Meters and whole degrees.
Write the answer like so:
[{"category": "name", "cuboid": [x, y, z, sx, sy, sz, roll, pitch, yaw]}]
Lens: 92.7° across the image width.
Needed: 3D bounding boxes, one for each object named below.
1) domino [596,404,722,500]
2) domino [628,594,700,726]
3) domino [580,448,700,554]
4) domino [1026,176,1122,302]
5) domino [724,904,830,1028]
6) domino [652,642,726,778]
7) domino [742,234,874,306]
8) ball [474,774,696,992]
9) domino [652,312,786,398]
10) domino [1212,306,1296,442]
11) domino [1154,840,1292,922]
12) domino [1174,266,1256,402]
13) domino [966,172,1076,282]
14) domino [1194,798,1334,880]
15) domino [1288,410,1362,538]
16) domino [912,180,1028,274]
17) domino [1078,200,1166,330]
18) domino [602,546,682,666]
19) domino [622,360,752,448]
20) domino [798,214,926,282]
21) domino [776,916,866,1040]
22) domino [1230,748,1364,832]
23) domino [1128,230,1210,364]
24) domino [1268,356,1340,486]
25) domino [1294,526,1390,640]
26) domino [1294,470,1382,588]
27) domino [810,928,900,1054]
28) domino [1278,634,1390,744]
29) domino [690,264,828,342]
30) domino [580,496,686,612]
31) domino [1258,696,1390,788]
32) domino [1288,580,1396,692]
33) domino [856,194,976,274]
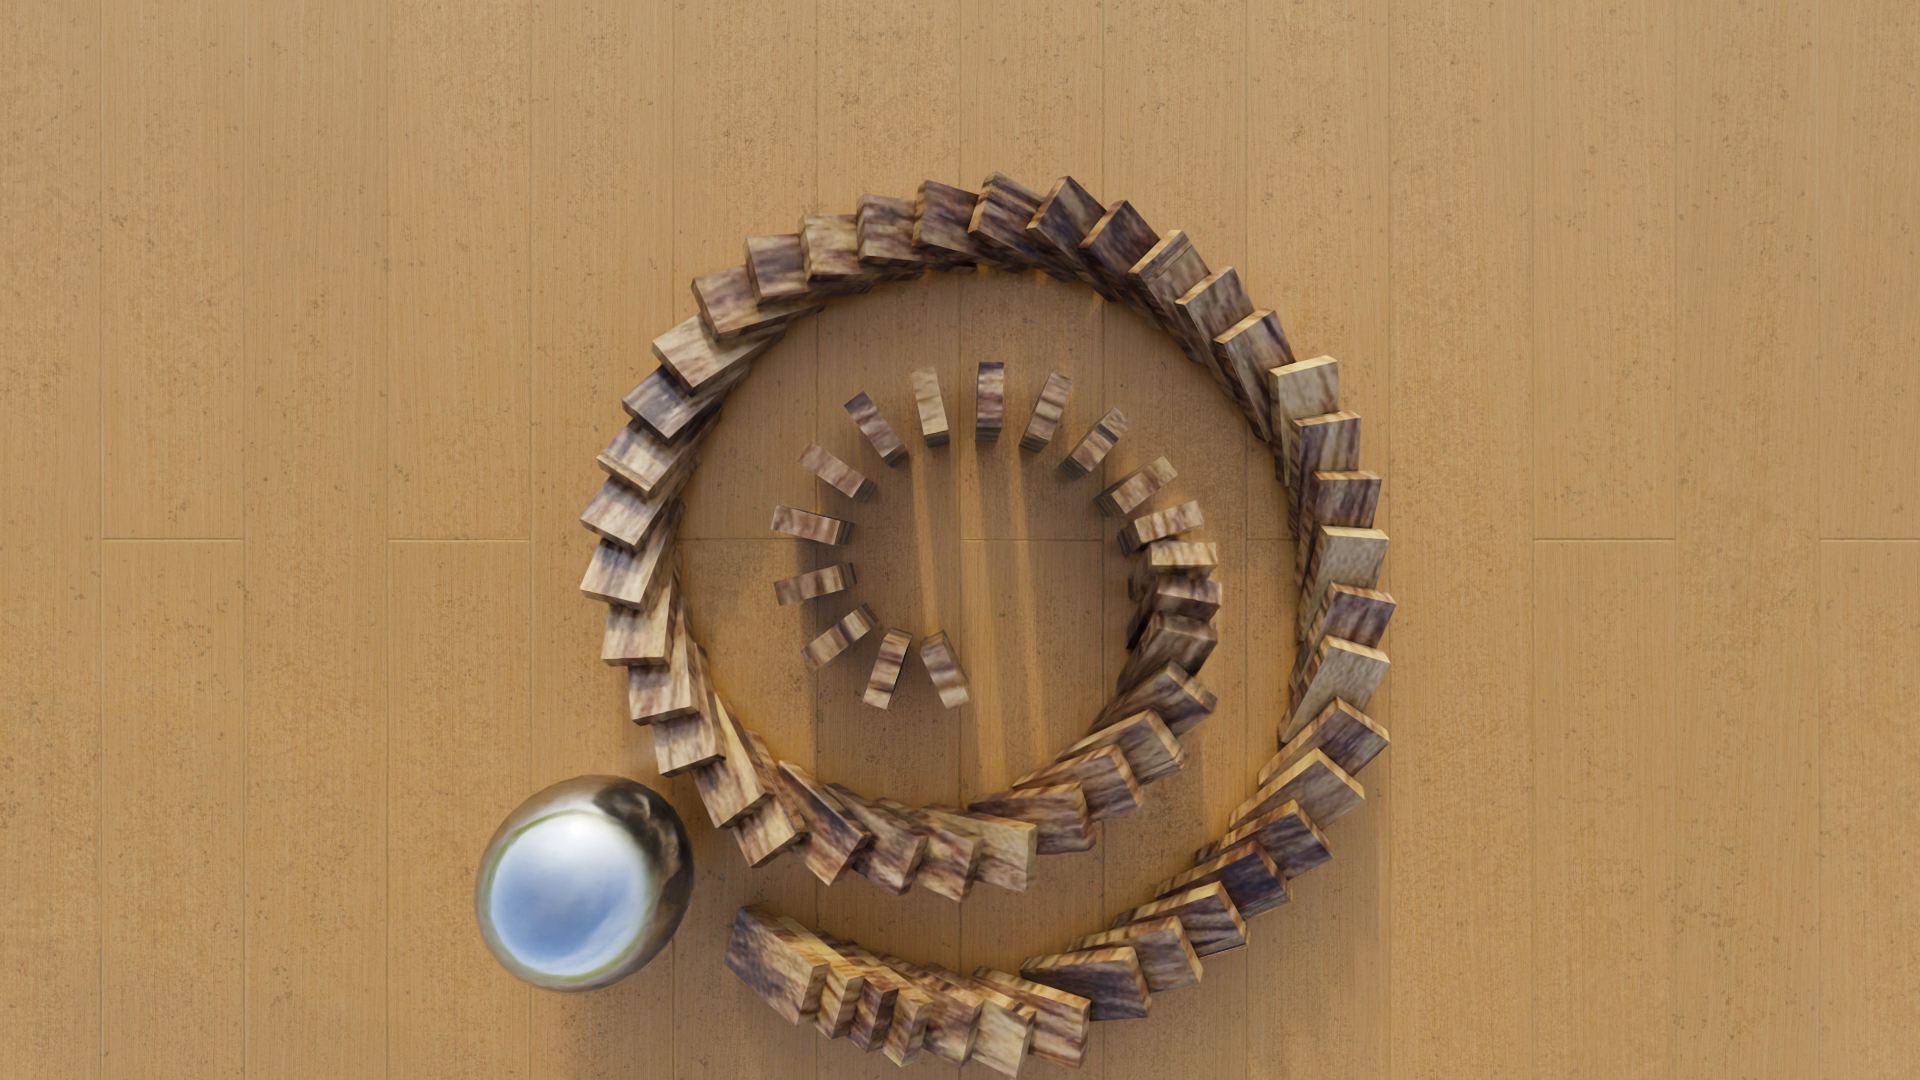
[{"category": "domino", "cuboid": [-0.125, -0.044, 0.385, 0.025, 0.010, 0.050, 33, 64, 0]}, {"category": "domino", "cuboid": [-0.125, 0.050, 0.385, 0.025, 0.010, 0.050, -14, 64, 0]}, {"category": "domino", "cuboid": [-0.133, -0.022, 0.385, 0.025, 0.010, 0.050, 26, 64, 0]}, {"category": "domino", "cuboid": [0.054, -0.126, 0.385, 0.050, 0.010, 0.025, 33, 90, -26]}, {"category": "domino", "cuboid": [-0.077, 0.175, 0.380, 0.050, 0.010, 0.025, 16, 90, 40]}, {"category": "domino", "cuboid": [-0.116, 0.071, 0.385, 0.025, 0.009, 0.050, -19, 65, 0]}, {"category": "domino", "cuboid": [-0.063, -0.115, 0.385, 0.050, 0.009, 0.025, -14, 90, -26]}, {"category": "ball", "cuboid": [-0.146, 0.133, 0.360, 0.080, 0.080, 0.080, 0, 90, 0]}, {"category": "domino", "cuboid": [-0.100, -0.084, 0.385, 0.050, 0.010, 0.025, -41, 90, -26]}, {"category": "domino", "cuboid": [0.128, -0.069, 0.385, 0.025, 0.010, 0.050, -33, 116, 0]}, {"category": "domino", "cuboid": [0.110, 0.148, 0.385, 0.050, 0.010, 0.025, -37, 90, 25]}, {"category": "domino", "cuboid": [0.113, -0.086, 0.385, 0.025, 0.010, 0.050, -38, 116, 0]}, {"category": "domino", "cuboid": [0.030, -0.131, 0.385, 0.050, 0.010, 0.025, 18, 90, -27]}, {"category": "domino", "cuboid": [0.127, 0.132, 0.385, 0.050, 0.009, 0.025, -40, 90, 25]}, {"category": "domino", "cuboid": [0.153, -0.027, 0.385, 0.025, 0.009, 0.050, -9, 116, 0]}, {"category": "domino", "cuboid": [0.006, -0.131, 0.385, 0.050, 0.009, 0.025, 6, 90, -26]}, {"category": "domino", "cuboid": [0.075, -0.115, 0.385, 0.050, 0.010, 0.025, 39, 90, -26]}, {"category": "domino", "cuboid": [-0.133, 0.027, 0.385, 0.025, 0.010, 0.050, -2, 64, 0]}, {"category": "domino", "cuboid": [-0.114, -0.065, 0.385, 0.025, 0.010, 0.050, 40, 64, 0]}, {"category": "domino", "cuboid": [-0.041, -0.123, 0.385, 0.050, 0.010, 0.025, -9, 90, -26]}, {"category": "domino", "cuboid": [-0.063, 0.180, 0.380, 0.050, 0.010, 0.025, 16, 90, 40]}, {"category": "domino", "cuboid": [0.141, 0.112, 0.385, 0.025, 0.009, 0.050, 41, 116, 0]}, {"category": "domino", "cuboid": [0.095, -0.102, 0.385, 0.025, 0.010, 0.050, -44, 115, 0]}, {"category": "domino", "cuboid": [0.145, -0.049, 0.385, 0.025, 0.009, 0.050, -14, 116, 0]}, {"category": "domino", "cuboid": [0.160, 0.019, 0.385, 0.025, 0.009, 0.050, 4, 115, 0]}, {"category": "domino", "cuboid": [0.158, -0.004, 0.385, 0.025, 0.009, 0.050, 0, 115, 0]}, {"category": "domino", "cuboid": [-0.049, 0.186, 0.380, 0.050, 0.010, 0.025, 16, 90, 40]}, {"category": "domino", "cuboid": [0.156, 0.066, 0.385, 0.025, 0.010, 0.050, 16, 115, 0]}, {"category": "domino", "cuboid": [-0.084, -0.103, 0.385, 0.050, 0.009, 0.025, -24, 90, -26]}, {"category": "domino", "cuboid": [-0.137, 0.003, 0.385, 0.025, 0.009, 0.050, 13, 63, 0]}, {"category": "domino", "cuboid": [0.152, 0.092, 0.385, 0.025, 0.010, 0.050, 34, 116, 0]}, {"category": "domino", "cuboid": [0.160, 0.043, 0.385, 0.025, 0.010, 0.050, 12, 115, 0]}, {"category": "domino", "cuboid": [-0.018, -0.128, 0.385, 0.050, 0.010, 0.025, -2, 90, -26]}]
